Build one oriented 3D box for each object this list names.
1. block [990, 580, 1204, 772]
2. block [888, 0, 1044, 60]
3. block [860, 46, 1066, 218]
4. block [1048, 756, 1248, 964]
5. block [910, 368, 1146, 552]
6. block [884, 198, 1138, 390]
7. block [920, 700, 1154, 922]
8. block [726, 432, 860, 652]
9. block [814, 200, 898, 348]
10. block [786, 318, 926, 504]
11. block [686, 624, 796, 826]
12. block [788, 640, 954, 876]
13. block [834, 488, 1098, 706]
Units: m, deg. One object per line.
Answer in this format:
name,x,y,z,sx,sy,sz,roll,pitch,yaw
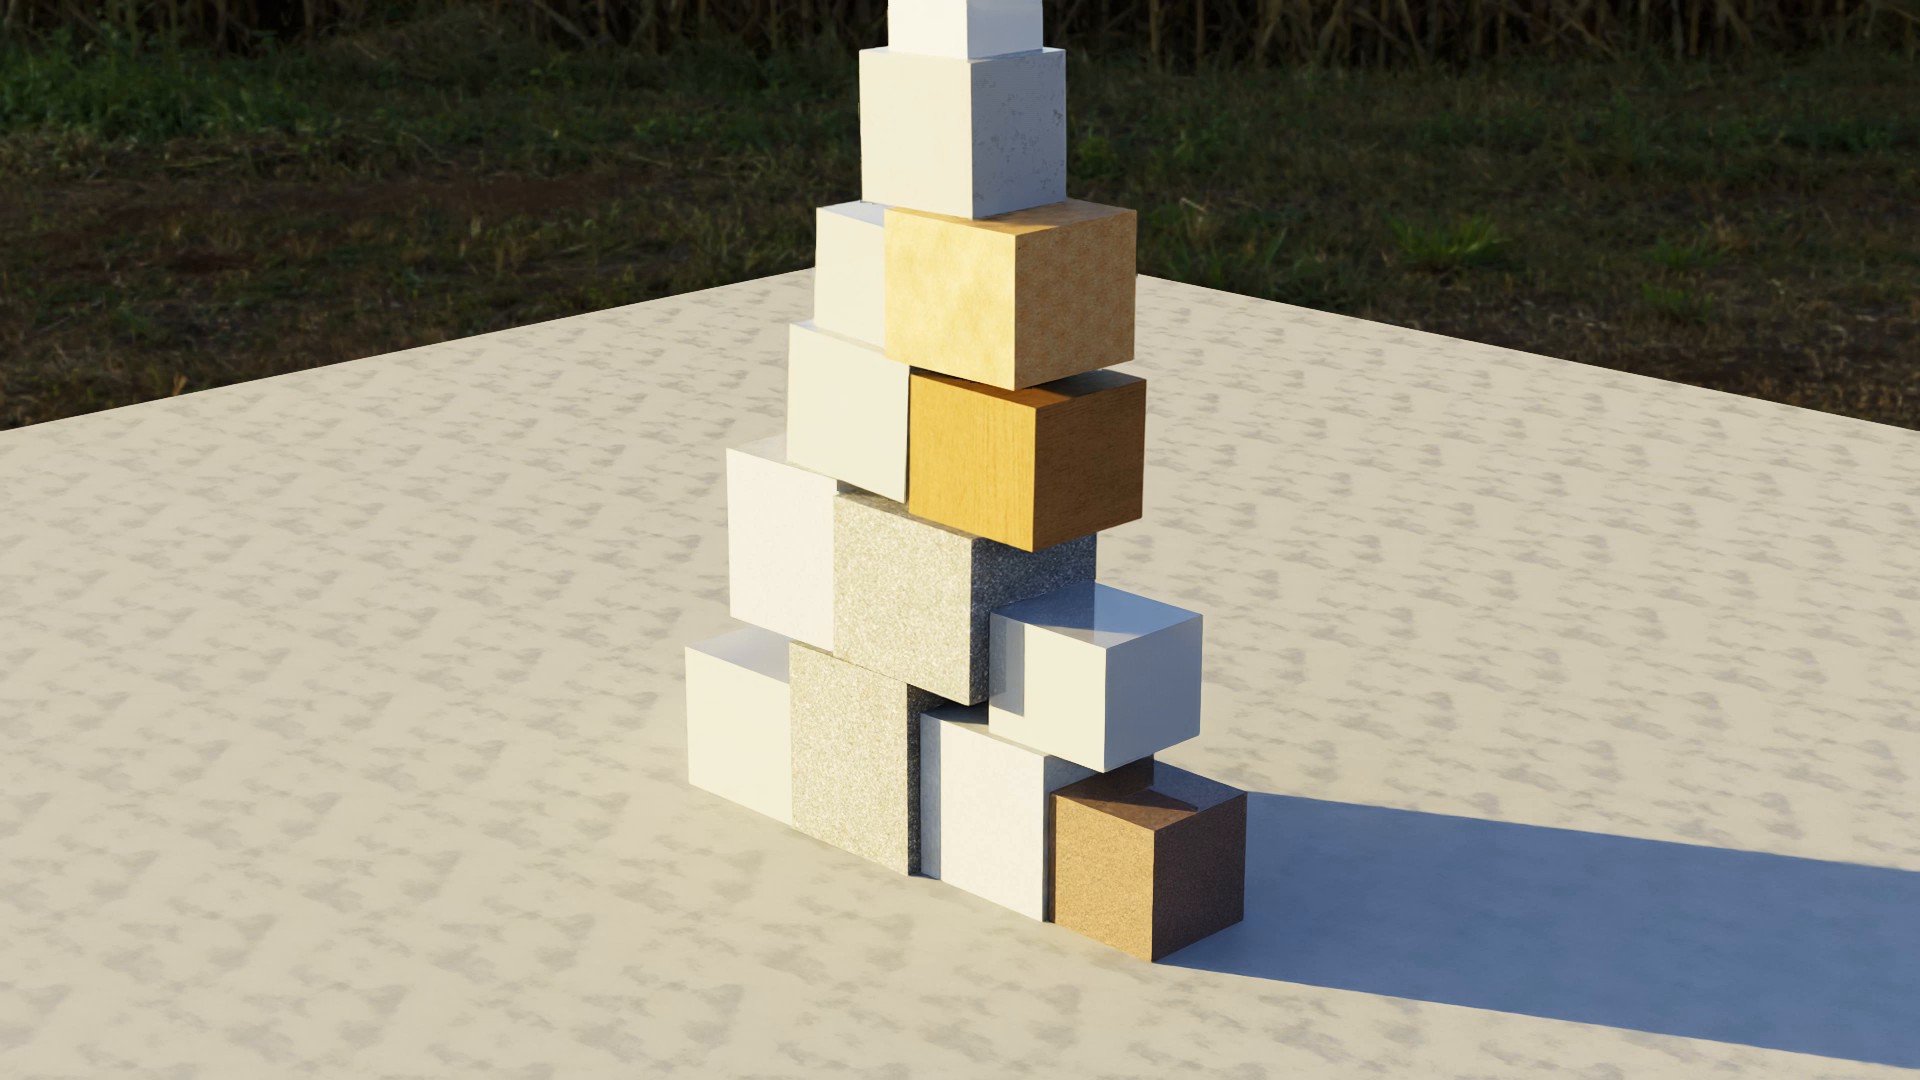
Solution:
block,0.596,0.589,12.919,0.633,0.564,0.688,-17,24,-42
block,0.023,-2.347,12.596,0.474,0.478,0.465,15,23,43
block,0.014,-1.800,12.743,0.582,0.655,0.678,-17,23,-42
block,0.823,1.393,12.893,0.617,0.612,0.607,-17,24,-42
block,0.295,-0.411,12.907,0.754,0.636,0.706,18,25,42
block,0.218,-1.107,12.742,0.759,0.662,0.783,-17,24,-42
block,0.350,1.157,13.357,0.731,0.783,0.766,-17,24,-42
block,-0.552,-0.036,13.929,0.763,0.837,0.784,17,24,42
block,-0.252,-1.218,13.233,0.567,0.541,0.561,-17,27,-42
block,-0.248,-0.651,13.416,0.742,0.648,0.780,-17,27,-42
block,-0.766,0.853,14.433,0.853,0.718,0.772,-17,24,-42
block,-0.210,0.916,13.863,0.876,0.940,0.790,-17,24,-42
block,0.020,0.179,13.353,0.880,0.770,0.811,18,25,42
